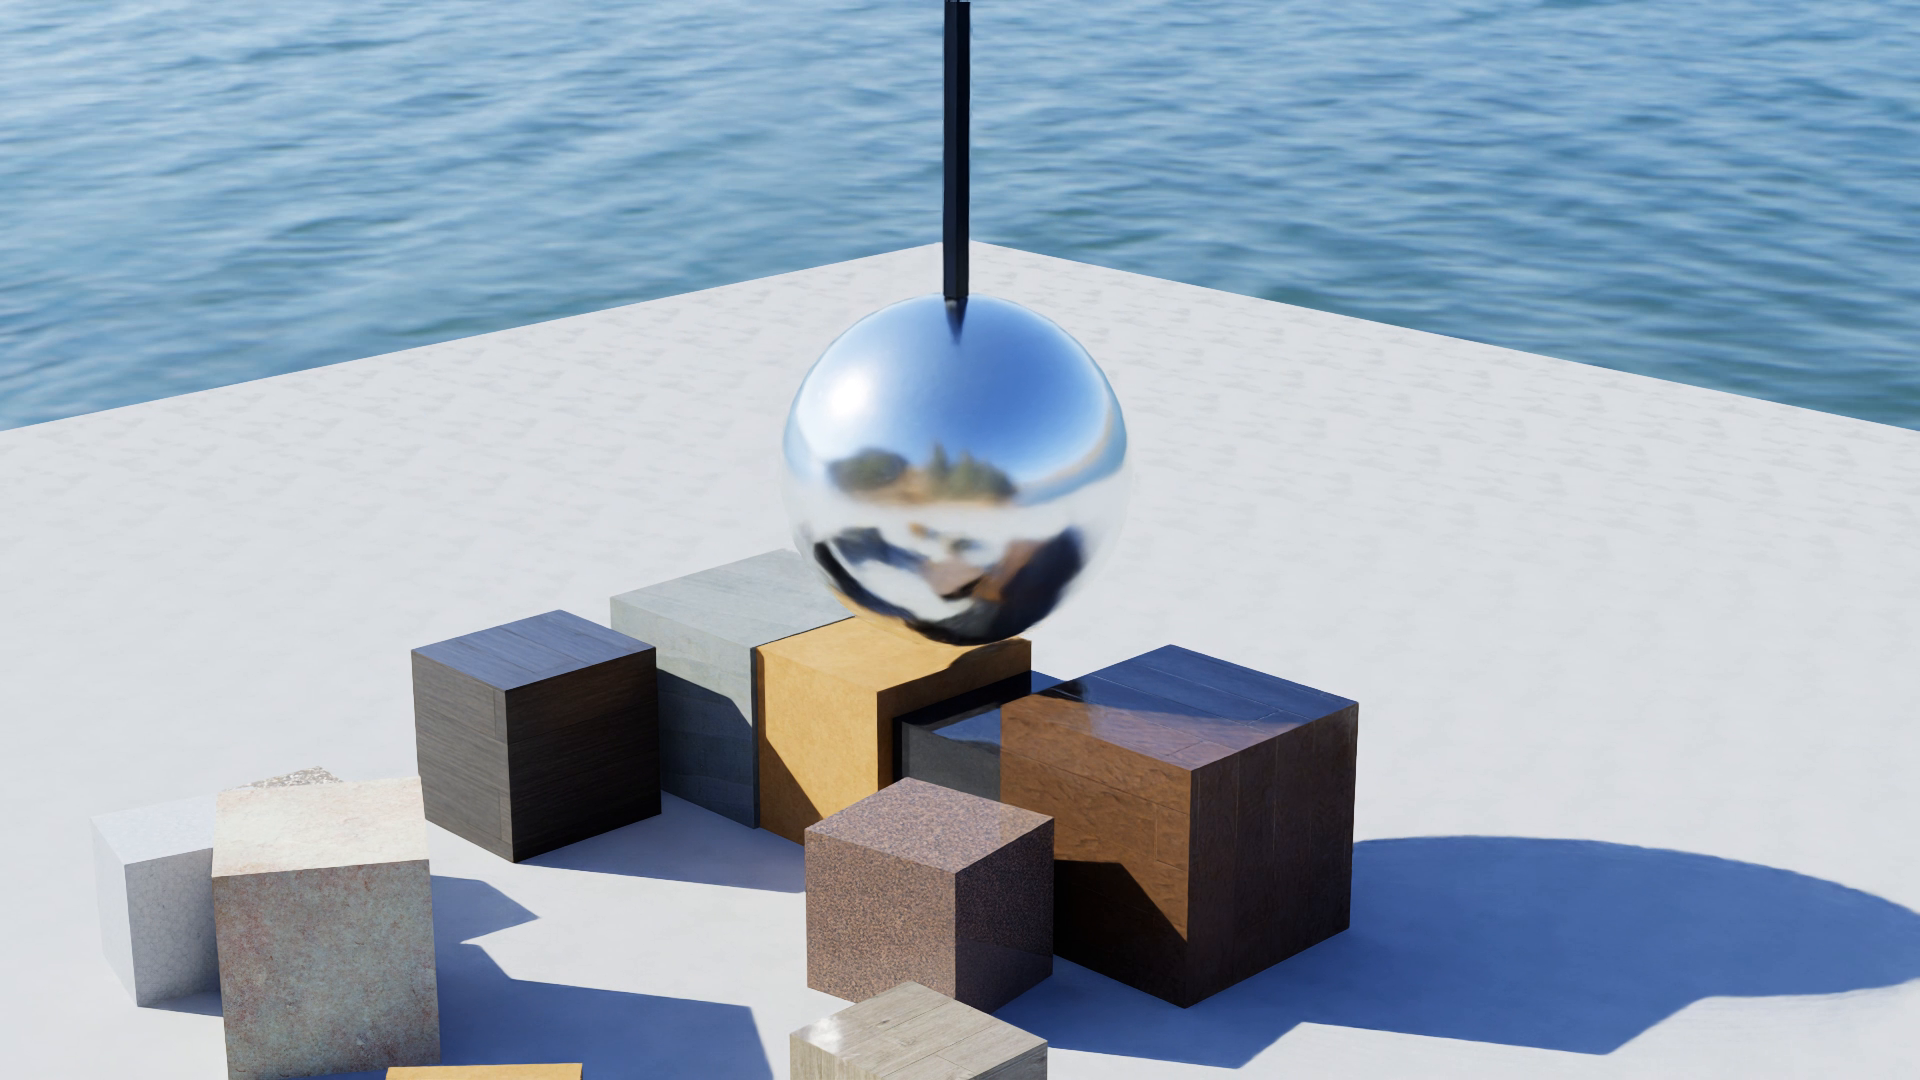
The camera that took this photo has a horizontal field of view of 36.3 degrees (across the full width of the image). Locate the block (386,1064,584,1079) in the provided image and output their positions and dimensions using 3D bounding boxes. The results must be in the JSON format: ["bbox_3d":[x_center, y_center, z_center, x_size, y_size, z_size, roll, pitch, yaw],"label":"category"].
[{"bbox_3d":[-1.631,2.263,9.964,0.667,0.707,0.679,-1,17,-3],"label":"block"}]

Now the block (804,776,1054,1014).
[{"bbox_3d":[-0.125,1.521,12.300,0.770,0.722,0.708,12,21,34],"label":"block"}]

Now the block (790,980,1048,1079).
[{"bbox_3d":[-0.151,2.085,10.726,0.710,0.590,0.616,16,24,42],"label":"block"}]

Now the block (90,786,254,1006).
[{"bbox_3d":[-3.252,1.506,12.483,0.702,0.641,0.577,-10,20,-28],"label":"block"}]

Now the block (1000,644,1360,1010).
[{"bbox_3d":[0.944,1.208,12.731,1.067,1.061,1.110,17,24,42],"label":"block"}]

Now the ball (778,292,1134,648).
[{"bbox_3d":[-0.020,-0.318,13.221,1.600,1.600,1.600,0,17,0],"label":"ball"}]

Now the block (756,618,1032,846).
[{"bbox_3d":[-0.308,0.923,13.888,0.986,0.912,0.834,-16,24,-41],"label":"block"}]

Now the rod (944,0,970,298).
[{"bbox_3d":[-0.009,-3.565,12.212,0.080,5.200,0.080,17,24,42],"label":"rod"}]

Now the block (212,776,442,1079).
[{"bbox_3d":[-2.565,1.564,11.890,0.825,0.887,0.875,-4,18,-12],"label":"block"}]

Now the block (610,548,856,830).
[{"bbox_3d":[-0.950,0.710,14.558,1.127,0.916,1.052,-17,24,-42],"label":"block"}]

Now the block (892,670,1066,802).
[{"bbox_3d":[0.282,1.154,13.386,0.904,0.771,0.750,-17,24,-42],"label":"block"}]

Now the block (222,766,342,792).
[{"bbox_3d":[-2.963,1.371,13.171,0.476,0.486,0.518,-13,22,-36],"label":"block"}]

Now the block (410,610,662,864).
[{"bbox_3d":[-2.017,0.919,13.996,0.865,0.854,0.766,-16,23,-41],"label":"block"}]
